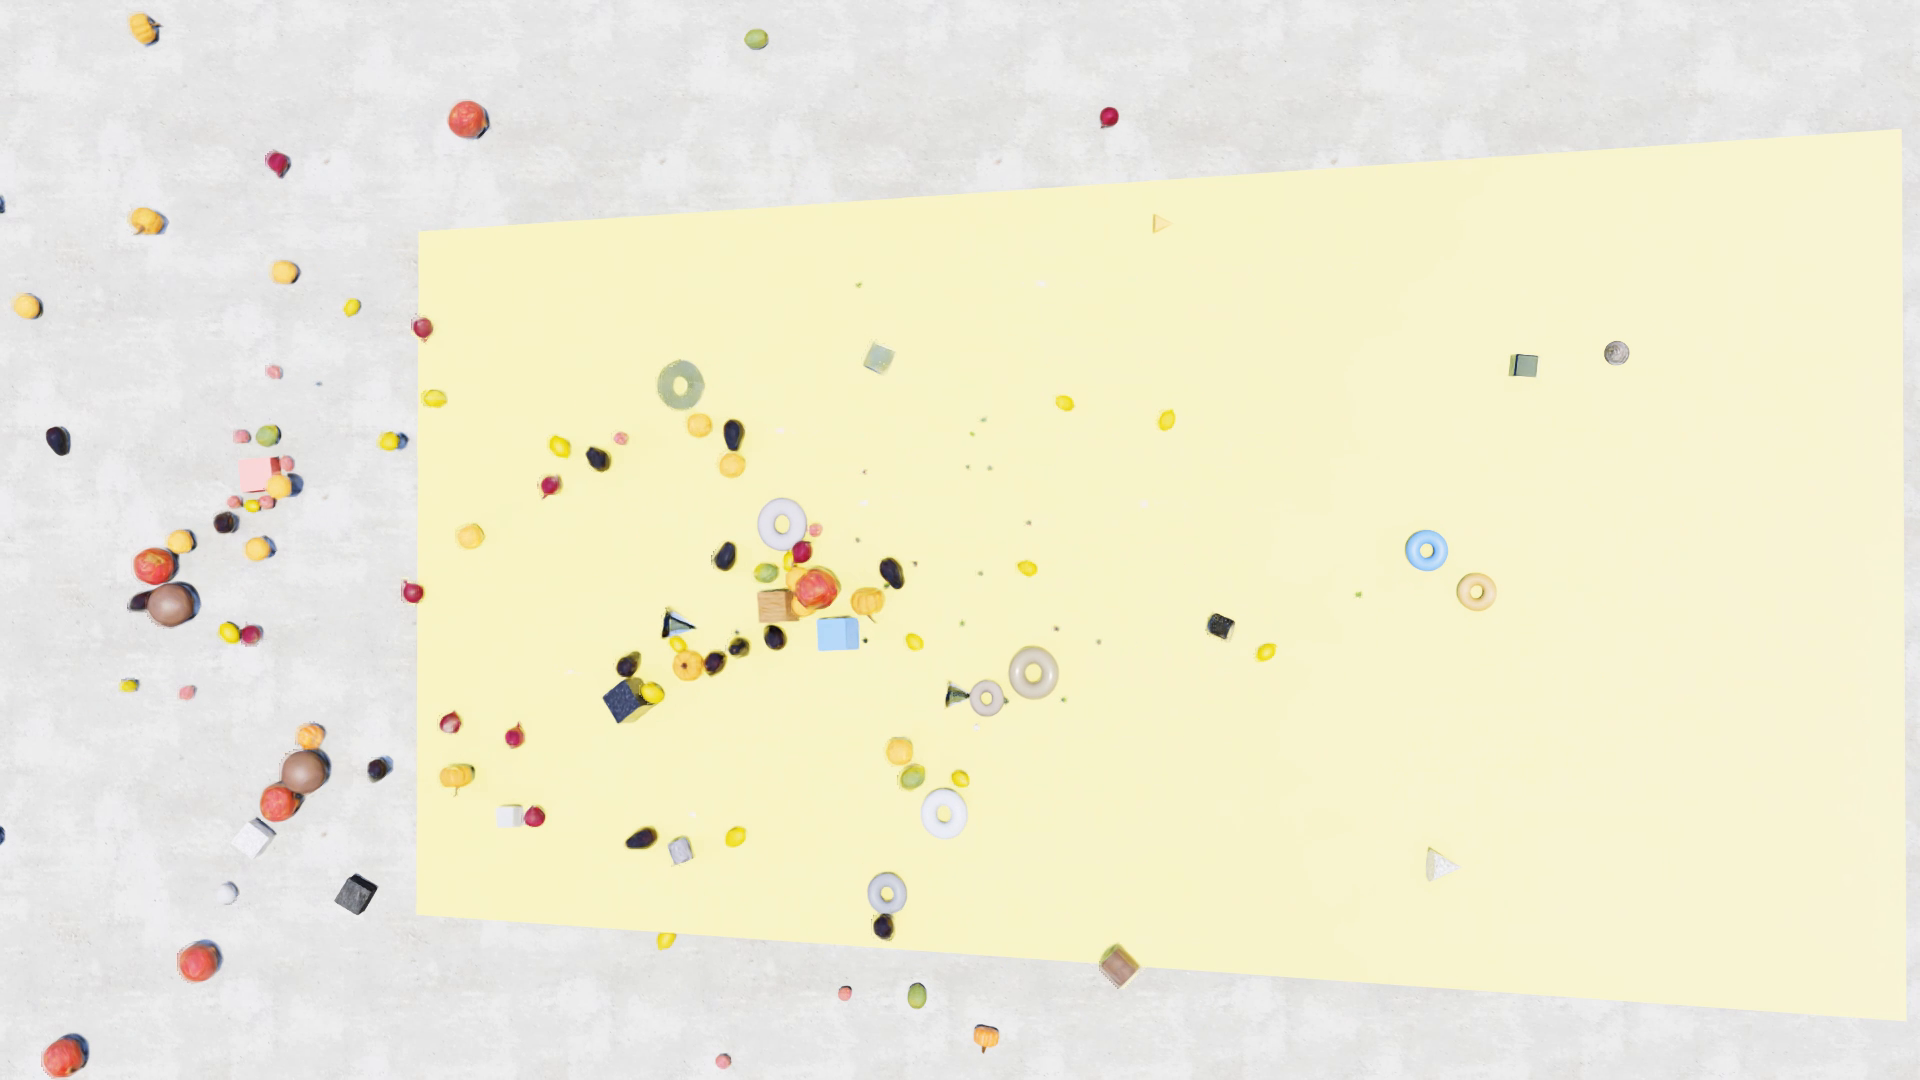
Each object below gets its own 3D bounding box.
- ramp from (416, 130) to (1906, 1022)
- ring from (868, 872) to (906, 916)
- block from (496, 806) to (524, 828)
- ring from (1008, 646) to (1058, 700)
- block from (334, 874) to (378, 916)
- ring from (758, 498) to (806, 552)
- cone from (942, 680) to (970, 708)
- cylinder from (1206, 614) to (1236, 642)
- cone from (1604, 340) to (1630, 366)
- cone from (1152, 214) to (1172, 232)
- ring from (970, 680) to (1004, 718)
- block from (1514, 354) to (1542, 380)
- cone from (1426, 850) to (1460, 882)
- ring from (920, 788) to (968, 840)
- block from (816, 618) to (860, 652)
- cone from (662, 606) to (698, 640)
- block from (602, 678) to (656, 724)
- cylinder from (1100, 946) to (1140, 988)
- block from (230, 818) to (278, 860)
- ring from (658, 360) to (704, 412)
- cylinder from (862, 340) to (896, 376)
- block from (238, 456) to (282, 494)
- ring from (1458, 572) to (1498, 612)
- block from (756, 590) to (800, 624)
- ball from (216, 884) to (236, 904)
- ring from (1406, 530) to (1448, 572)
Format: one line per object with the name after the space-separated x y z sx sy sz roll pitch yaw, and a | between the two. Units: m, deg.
0.283 0.086 5.730 4.000 0.100 2.000 0 89 22 | ramp
-0.193 0.939 5.840 0.114 0.038 0.114 0 90 21 | ring
-1.283 0.790 6.274 0.057 0.057 0.057 -3 88 22 | block
0.191 0.345 5.686 0.140 0.047 0.140 -1 88 23 | ring
-1.779 1.046 6.479 0.080 0.080 0.080 31 89 0 | block
-0.483 -0.043 5.964 0.146 0.049 0.146 0 90 22 | ring
0.001 0.408 5.768 0.080 0.080 0.080 6 89 -6 | cone
0.653 0.218 5.494 0.055 0.055 0.055 24 89 21 | cylinder
1.533 -0.439 5.142 0.059 0.059 0.059 0 89 22 | cone
0.517 -0.803 5.580 0.050 0.050 0.050 0 89 -5 | cone
0.070 0.414 5.742 0.097 0.032 0.097 -1 88 23 | ring
1.348 -0.412 5.221 0.052 0.052 0.052 7 92 22 | block
1.169 0.786 5.288 0.078 0.078 0.078 4 89 -4 | cone
-0.041 0.720 5.777 0.134 0.045 0.134 -1 88 23 | ring
-0.326 0.253 5.877 0.084 0.084 0.084 -4 88 22 | block
-0.770 0.236 6.080 0.096 0.096 0.096 9 89 -5 | cone
-0.919 0.447 6.113 0.090 0.090 0.090 -38 76 17 | block
0.407 1.082 5.573 0.073 0.073 0.073 44 89 14 | cylinder
-2.081 0.881 6.481 0.080 0.080 0.080 38 89 0 | block
-0.774 -0.428 6.087 0.145 0.048 0.145 0 90 23 | ring
-0.214 -0.483 5.848 0.070 0.070 0.070 26 99 0 | cylinder
-2.064 -0.191 6.488 0.094 0.094 0.094 -6 89 0 | block
1.240 0.125 5.270 0.094 0.031 0.094 -1 88 23 | ring
-0.491 0.181 5.945 0.084 0.084 0.084 -4 88 22 | block
-2.167 1.044 6.489 0.060 0.060 0.060 0 89 0 | ball
1.129 0.026 5.315 0.102 0.034 0.102 0 90 22 | ring
